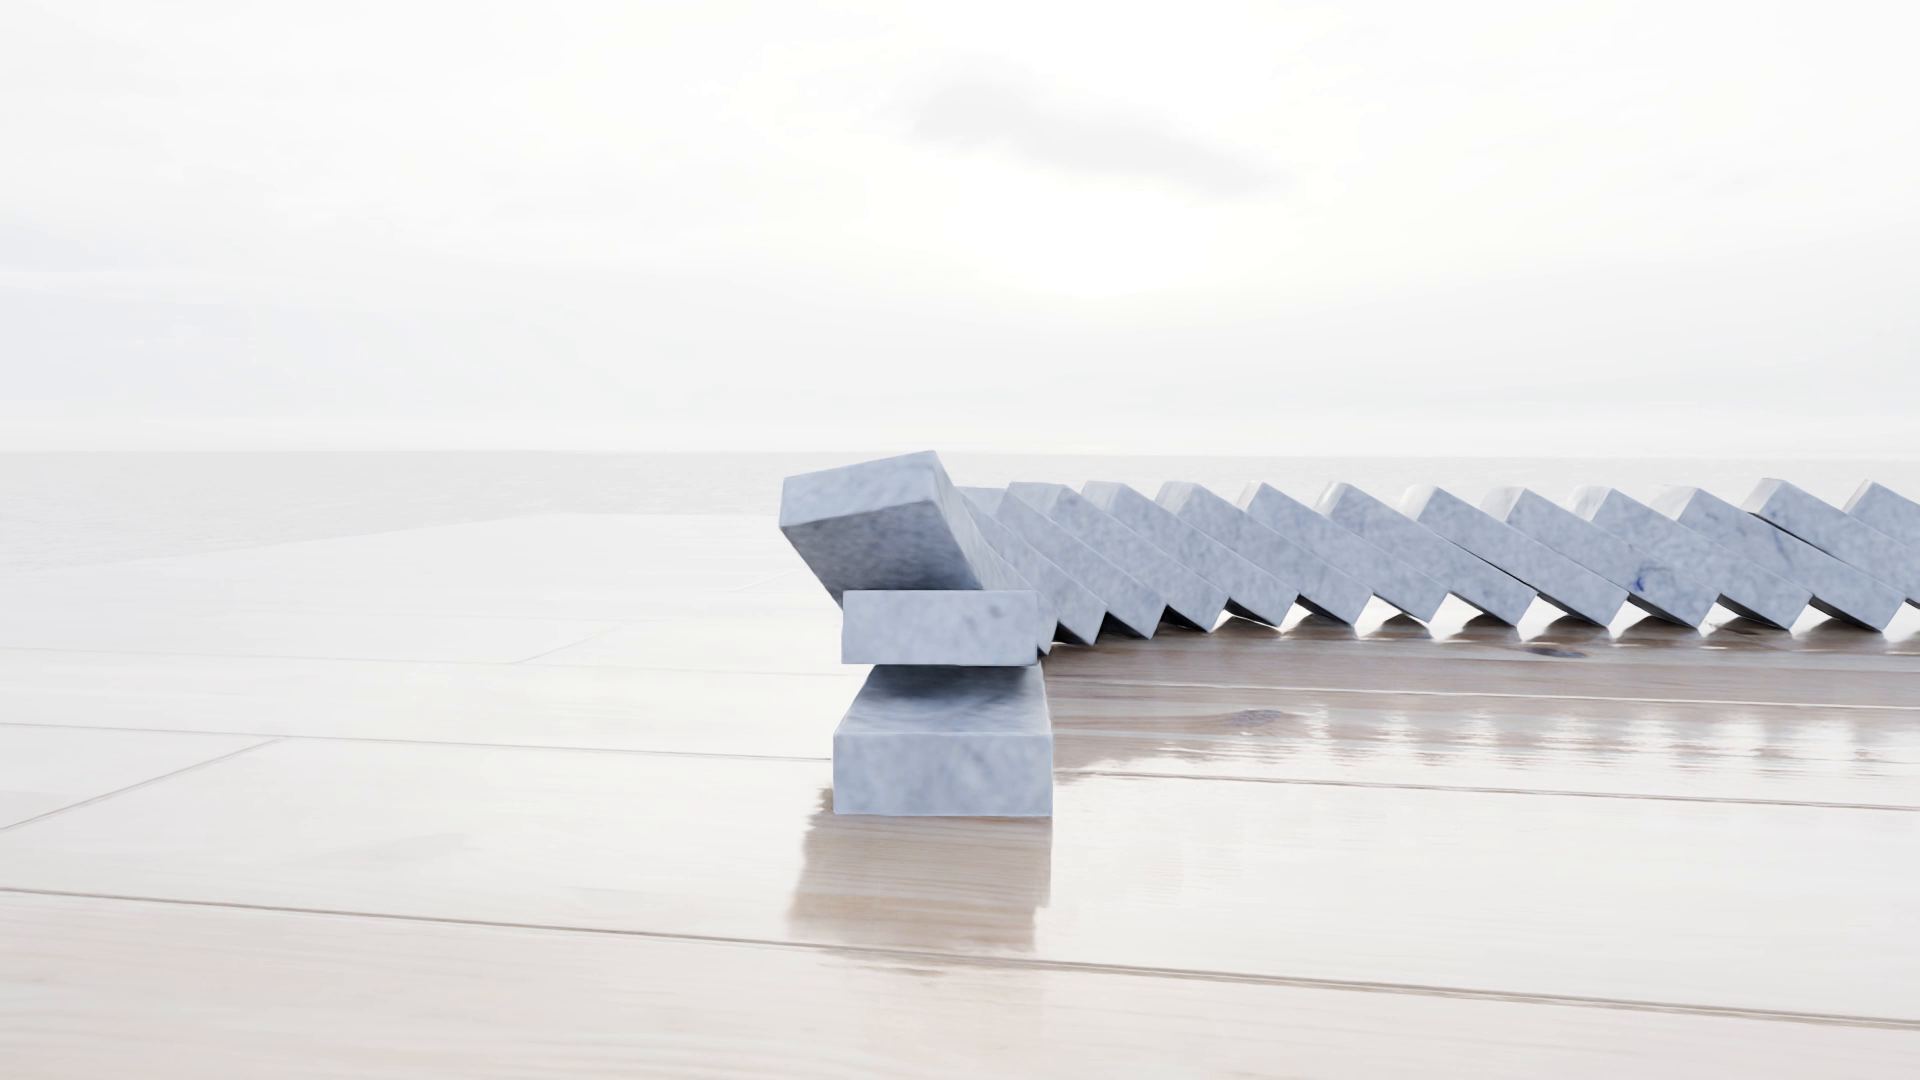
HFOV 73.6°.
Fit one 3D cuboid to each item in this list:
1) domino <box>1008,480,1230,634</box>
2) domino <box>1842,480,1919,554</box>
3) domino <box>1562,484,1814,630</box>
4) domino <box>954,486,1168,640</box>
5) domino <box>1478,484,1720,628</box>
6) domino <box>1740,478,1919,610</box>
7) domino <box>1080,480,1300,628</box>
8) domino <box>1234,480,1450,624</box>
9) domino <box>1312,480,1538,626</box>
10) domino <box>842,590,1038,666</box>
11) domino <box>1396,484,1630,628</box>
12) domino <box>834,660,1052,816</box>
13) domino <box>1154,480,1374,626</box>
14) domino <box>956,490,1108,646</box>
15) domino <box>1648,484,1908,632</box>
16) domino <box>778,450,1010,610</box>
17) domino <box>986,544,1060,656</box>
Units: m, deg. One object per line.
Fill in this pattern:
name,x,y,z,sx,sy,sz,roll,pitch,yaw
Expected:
domino,0.034,0.004,0.291,0.050,0.009,0.025,32,-9,-23
domino,0.233,0.003,0.297,0.050,0.009,0.025,37,21,24
domino,0.172,0.003,0.307,0.050,0.009,0.025,29,8,5
domino,0.019,0.005,0.277,0.050,0.009,0.025,33,-14,-31
domino,0.152,0.003,0.308,0.050,0.010,0.025,29,7,3
domino,0.213,0.003,0.303,0.050,0.009,0.025,35,16,17
domino,0.052,0.003,0.302,0.050,0.010,0.025,31,-3,-13
domino,0.092,0.002,0.313,0.050,0.009,0.025,30,5,3
domino,0.111,0.003,0.311,0.050,0.009,0.025,31,7,3
domino,-0.002,0.013,0.189,0.025,0.009,0.050,0,-4,1
domino,0.132,0.003,0.310,0.050,0.009,0.025,30,7,3
domino,-0.001,0.025,0.172,0.025,0.009,0.050,0,4,2
domino,0.071,0.003,0.307,0.050,0.010,0.025,30,0,-8
domino,0.005,0.006,0.260,0.025,0.009,0.050,1,-27,48
domino,0.192,0.003,0.305,0.050,0.009,0.025,30,10,8
domino,-0.008,0.006,0.216,0.025,0.009,0.050,-10,-36,15
domino,-0.005,0.006,0.240,0.025,0.009,0.050,-1,-30,37
